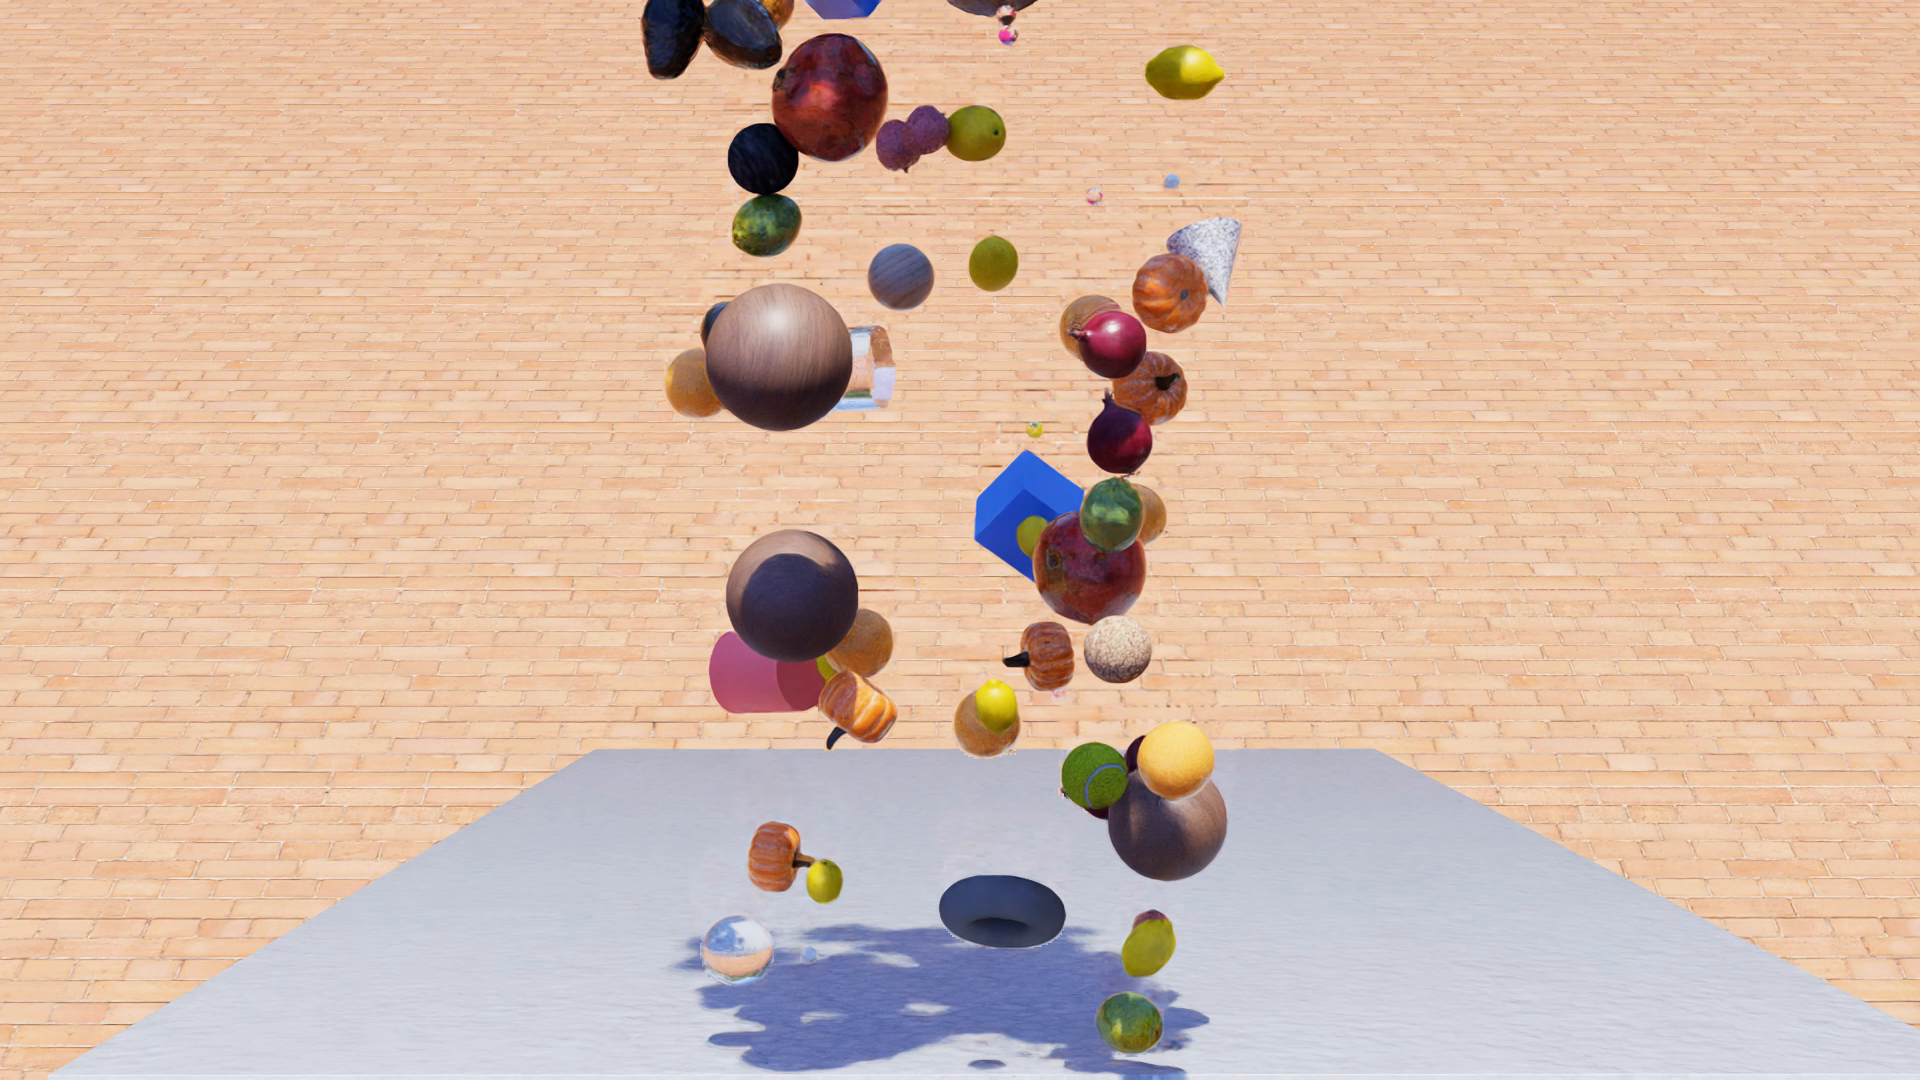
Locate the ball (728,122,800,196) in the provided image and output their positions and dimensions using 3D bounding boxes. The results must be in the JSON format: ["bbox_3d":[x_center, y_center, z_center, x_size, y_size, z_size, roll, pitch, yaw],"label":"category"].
[{"bbox_3d":[-0.186,-0.360,2.443,0.068,0.068,0.068,0,30,0],"label":"ball"}]

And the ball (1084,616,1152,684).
[{"bbox_3d":[0.146,0.101,2.391,0.063,0.063,0.063,0,30,0],"label":"ball"}]

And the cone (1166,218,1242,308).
[{"bbox_3d":[0.248,-0.262,2.523,0.078,0.078,0.078,-9,72,-15],"label":"cone"}]

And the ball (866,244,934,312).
[{"bbox_3d":[-0.055,-0.242,2.388,0.062,0.062,0.062,0,30,0],"label":"ball"}]

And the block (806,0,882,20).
[{"bbox_3d":[-0.114,-0.570,2.501,0.091,0.091,0.091,-54,29,-13],"label":"block"}]

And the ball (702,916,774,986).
[{"bbox_3d":[-0.237,0.438,2.761,0.075,0.075,0.075,0,30,0],"label":"ball"}]

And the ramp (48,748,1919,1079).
[{"bbox_3d":[0.066,0.591,4.644,2.000,0.100,4.000,0,0,0],"label":"ramp"}]

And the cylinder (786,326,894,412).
[{"bbox_3d":[-0.120,-0.171,2.596,0.085,0.085,0.085,-1,28,17],"label":"cylinder"}]

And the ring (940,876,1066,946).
[{"bbox_3d":[0.046,0.406,2.827,0.139,0.139,0.046,3,61,5],"label":"ring"}]

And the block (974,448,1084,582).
[{"bbox_3d":[0.076,-0.027,2.801,0.084,0.084,0.084,35,28,-18],"label":"block"}]

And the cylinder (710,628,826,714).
[{"bbox_3d":[-0.212,0.144,2.853,0.092,0.092,0.092,-4,24,32],"label":"cylinder"}]
